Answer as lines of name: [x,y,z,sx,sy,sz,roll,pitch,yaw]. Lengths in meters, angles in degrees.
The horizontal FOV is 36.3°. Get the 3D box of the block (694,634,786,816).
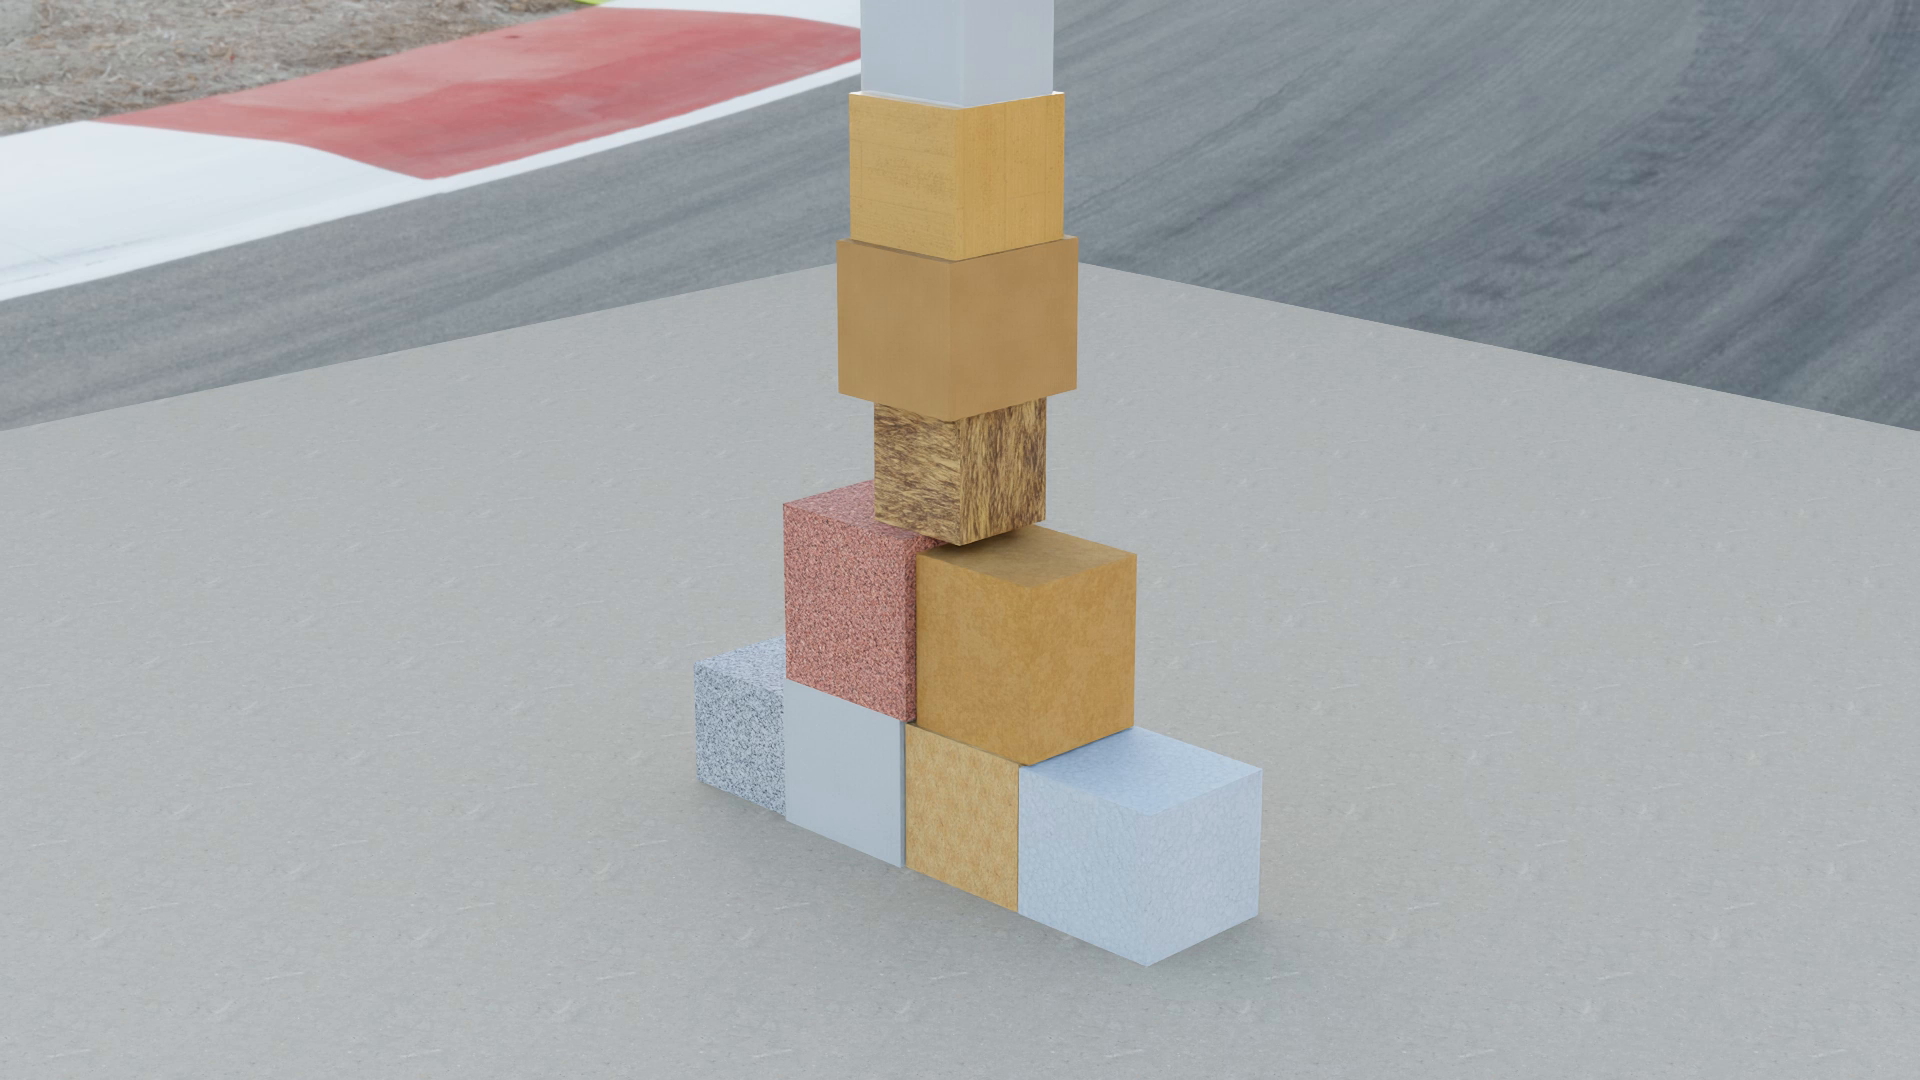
block: [-0.821,0.896,14.467,0.684,0.617,0.689,-17,24,-42]

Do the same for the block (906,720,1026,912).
block: [0.260,1.169,13.443,0.728,0.708,0.711,-17,24,-42]

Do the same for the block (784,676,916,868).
block: [-0.287,0.998,13.945,0.759,0.734,0.792,-17,24,-42]

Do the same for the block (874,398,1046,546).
block: [0.001,-0.380,13.223,0.550,0.608,0.546,-17,24,-42]

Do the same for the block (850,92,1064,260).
block: [-0.013,-1.633,12.814,0.668,0.642,0.656,-17,24,-42]

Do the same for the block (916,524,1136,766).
block: [0.296,0.451,13.185,0.685,0.818,0.706,-17,24,-42]

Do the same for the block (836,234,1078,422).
block: [-0.010,-0.998,13.018,0.804,0.693,0.704,-17,24,-42]

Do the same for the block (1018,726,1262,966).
block: [0.792,1.332,12.943,0.744,0.697,0.765,-17,24,-42]

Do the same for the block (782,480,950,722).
block: [-0.240,0.241,13.696,0.825,0.861,0.811,-17,24,-42]

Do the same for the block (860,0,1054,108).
block: [-0.014,-2.241,12.623,0.545,0.632,0.632,-17,24,-42]
